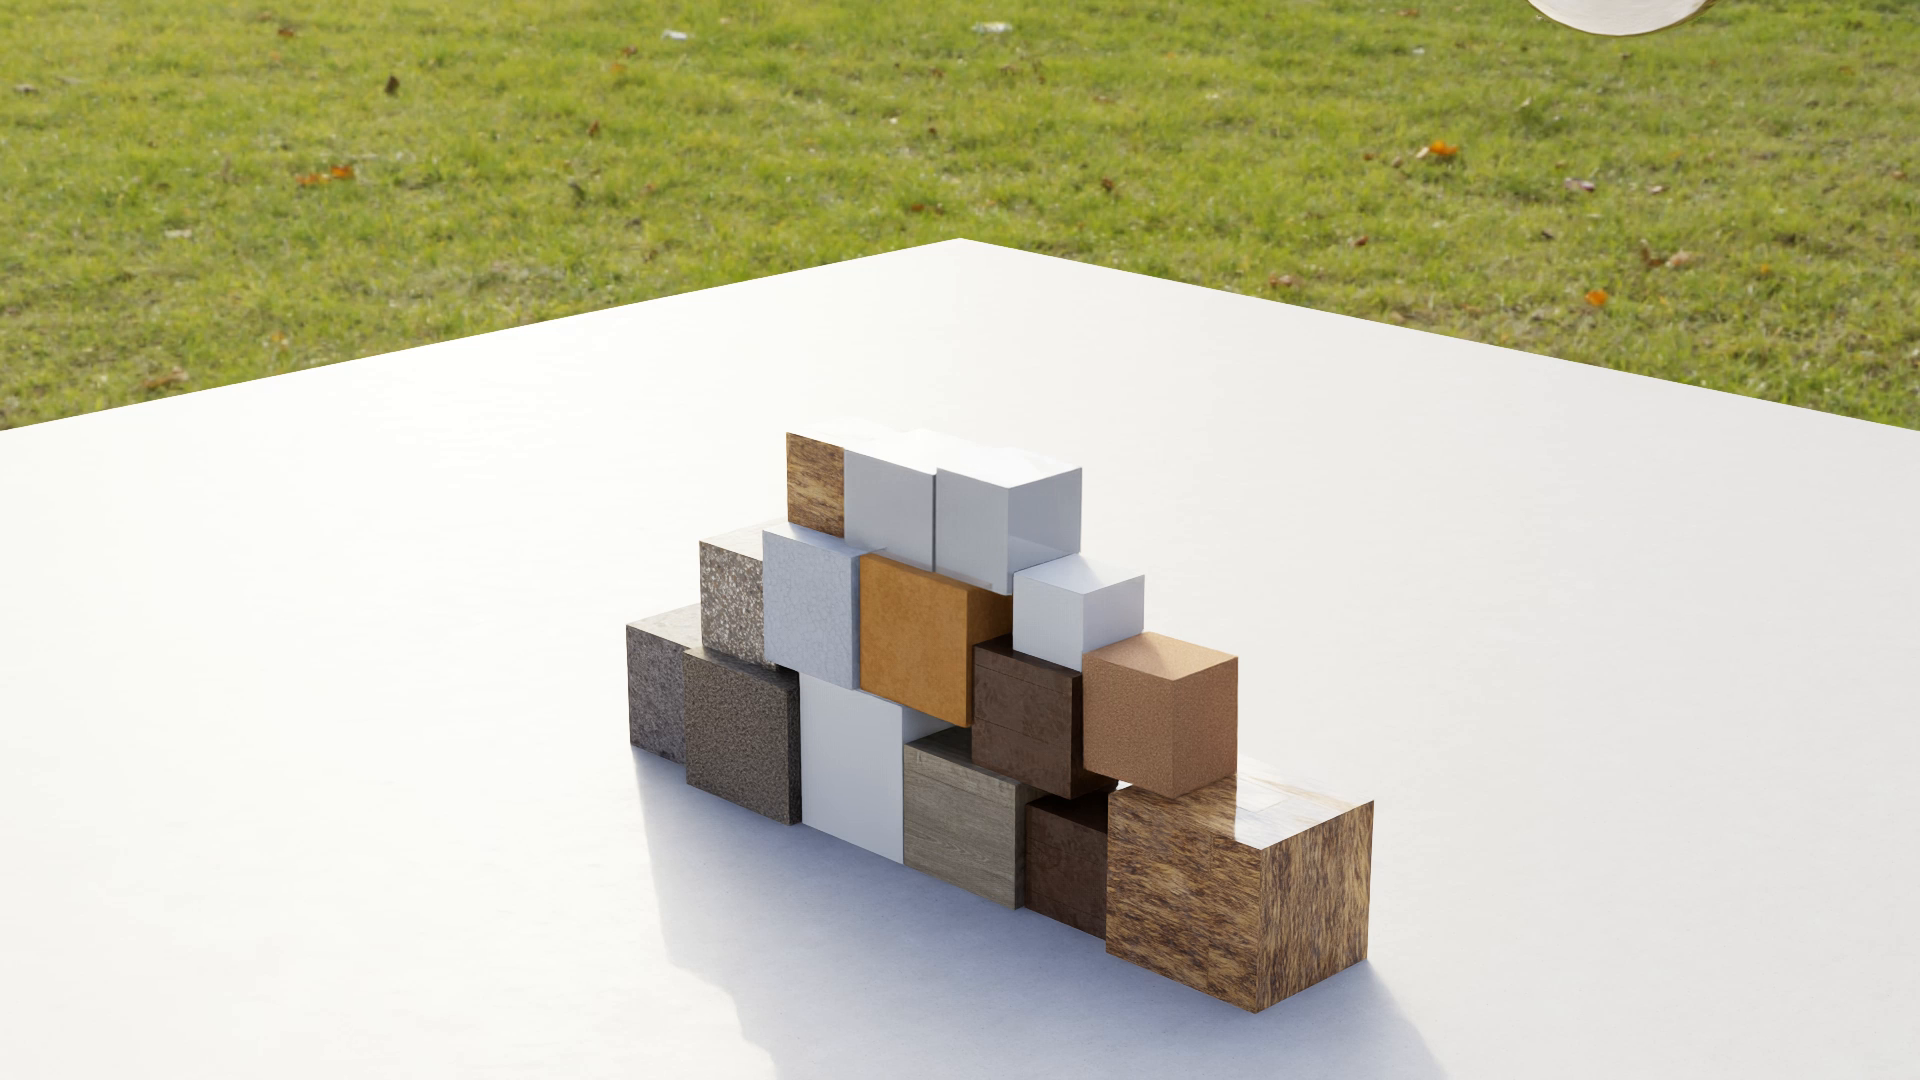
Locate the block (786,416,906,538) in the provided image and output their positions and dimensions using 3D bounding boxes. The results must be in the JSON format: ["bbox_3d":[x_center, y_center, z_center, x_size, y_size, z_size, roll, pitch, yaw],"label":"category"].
[{"bbox_3d":[-0.518,-0.294,13.793,0.401,0.443,0.445,-17,24,-42],"label":"block"}]

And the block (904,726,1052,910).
[{"bbox_3d":[0.235,1.220,13.464,0.684,0.599,0.706,-17,24,-42],"label":"block"}]

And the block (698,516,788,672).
[{"bbox_3d":[-0.873,0.254,14.329,0.575,0.538,0.546,-17,24,-42],"label":"block"}]

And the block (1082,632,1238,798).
[{"bbox_3d":[0.864,0.745,12.645,0.426,0.525,0.514,-17,23,-42],"label":"block"}]

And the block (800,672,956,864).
[{"bbox_3d":[-0.251,0.979,13.933,0.733,0.777,0.696,-17,24,-42],"label":"block"}]

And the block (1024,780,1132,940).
[{"bbox_3d":[0.701,1.399,13.057,0.607,0.501,0.558,-17,24,-42],"label":"block"}]

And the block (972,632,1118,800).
[{"bbox_3d":[0.481,0.734,13.075,0.607,0.563,0.604,-17,24,-42],"label":"block"}]

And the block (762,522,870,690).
[{"bbox_3d":[-0.467,0.250,13.880,0.698,0.647,0.611,-17,24,-42],"label":"block"}]

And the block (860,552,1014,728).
[{"bbox_3d":[0.008,0.389,13.438,0.631,0.647,0.689,-17,25,-42],"label":"block"}]

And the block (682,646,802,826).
[{"bbox_3d":[-0.793,0.869,14.425,0.823,0.693,0.761,-17,24,-42],"label":"block"}]

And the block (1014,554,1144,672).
[{"bbox_3d":[0.522,0.315,12.879,0.398,0.354,0.415,-17,24,-42],"label":"block"}]

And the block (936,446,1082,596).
[{"bbox_3d":[0.218,-0.090,13.070,0.475,0.495,0.446,-17,25,-42],"label":"block"}]

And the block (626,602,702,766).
[{"bbox_3d":[-1.277,0.739,14.907,0.565,0.651,0.610,-17,24,-42],"label":"block"}]

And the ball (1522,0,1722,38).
[{"bbox_3d":[3.645,-3.555,16.045,1.600,1.600,1.600,0,17,0],"label":"ball"}]

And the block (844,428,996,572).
[{"bbox_3d":[-0.152,-0.189,13.425,0.497,0.459,0.575,-17,25,-42],"label":"block"}]

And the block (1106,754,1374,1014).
[{"bbox_3d":[1.191,1.439,12.537,0.753,0.736,0.834,-17,24,-42],"label":"block"}]
